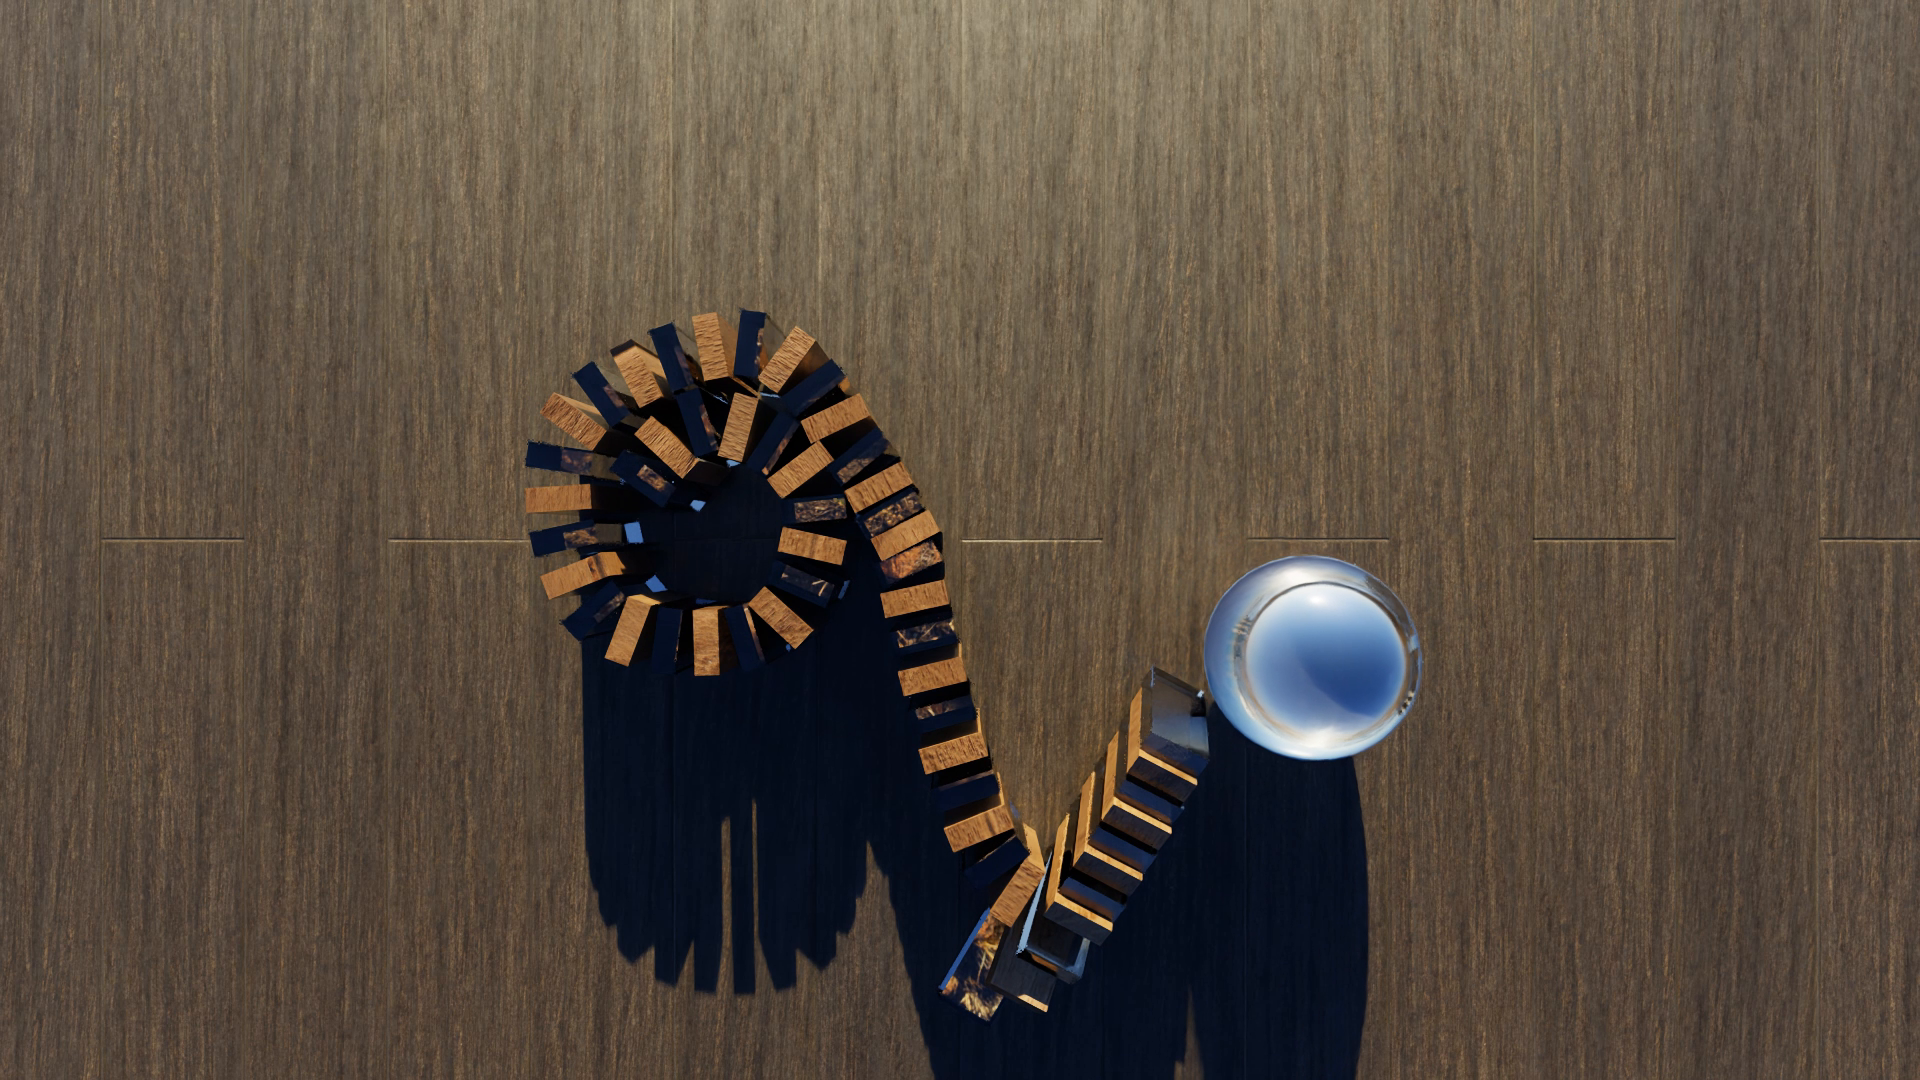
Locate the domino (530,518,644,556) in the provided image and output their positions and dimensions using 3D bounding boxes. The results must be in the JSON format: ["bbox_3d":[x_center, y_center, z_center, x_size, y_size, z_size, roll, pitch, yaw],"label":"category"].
[{"bbox_3d":[-0.151,-0.001,0.375,0.025,0.050,0.009,-12,90,0],"label":"domino"}]

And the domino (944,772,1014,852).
[{"bbox_3d":[0.007,0.110,0.375,0.025,0.050,0.009,-22,90,0],"label":"domino"}]

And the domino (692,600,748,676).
[{"bbox_3d":[-0.097,0.039,0.375,0.009,0.050,0.025,-2,90,0],"label":"domino"}]

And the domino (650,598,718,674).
[{"bbox_3d":[-0.112,0.038,0.375,0.010,0.050,0.025,8,90,0],"label":"domino"}]

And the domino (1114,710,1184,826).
[{"bbox_3d":[0.078,0.092,0.375,0.025,0.050,0.009,27,115,0],"label":"domino"}]

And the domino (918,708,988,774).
[{"bbox_3d":[-0.002,0.081,0.375,0.025,0.050,0.010,-17,90,0],"label":"domino"}]

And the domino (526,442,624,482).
[{"bbox_3d":[-0.153,-0.031,0.375,0.025,0.050,0.010,8,90,0],"label":"domino"}]

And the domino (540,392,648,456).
[{"bbox_3d":[-0.148,-0.045,0.375,0.025,0.050,0.010,36,90,0],"label":"domino"}]

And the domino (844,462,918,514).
[{"bbox_3d":[-0.031,-0.020,0.375,0.025,0.050,0.010,-28,90,0],"label":"domino"}]

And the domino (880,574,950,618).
[{"bbox_3d":[-0.017,0.022,0.375,0.025,0.050,0.009,-12,90,0],"label":"domino"}]

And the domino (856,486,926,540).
[{"bbox_3d":[-0.027,-0.010,0.375,0.025,0.050,0.009,-31,90,0],"label":"domino"}]

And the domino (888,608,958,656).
[{"bbox_3d":[-0.014,0.037,0.375,0.025,0.050,0.010,-13,90,0],"label":"domino"}]

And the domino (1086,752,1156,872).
[{"bbox_3d":[0.067,0.110,0.375,0.025,0.050,0.009,27,115,0],"label":"domino"}]

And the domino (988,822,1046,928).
[{"bbox_3d":[0.022,0.135,0.375,0.010,0.050,0.025,32,90,0],"label":"domino"}]

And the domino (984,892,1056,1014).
[{"bbox_3d":[0.031,0.166,0.382,0.025,0.009,0.050,28,55,0],"label":"domino"}]

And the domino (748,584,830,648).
[{"bbox_3d":[-0.069,0.030,0.375,0.025,0.050,0.010,43,90,0],"label":"domino"}]

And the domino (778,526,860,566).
[{"bbox_3d":[-0.057,0.002,0.375,0.025,0.050,0.009,13,90,0],"label":"domino"}]

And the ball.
[{"bbox_3d":[0.137,0.046,0.360,0.080,0.080,0.080,0,90,0],"label":"ball"}]

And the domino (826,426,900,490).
[{"bbox_3d":[-0.039,-0.032,0.375,0.025,0.050,0.009,-39,90,0],"label":"domino"}]

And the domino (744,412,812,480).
[{"bbox_3d":[-0.072,-0.036,0.375,0.009,0.050,0.025,33,90,0],"label":"domino"}]

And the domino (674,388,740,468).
[{"bbox_3d":[-0.100,-0.045,0.375,0.010,0.050,0.025,-18,90,0],"label":"domino"}]

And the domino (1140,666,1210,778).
[{"bbox_3d":[0.088,0.073,0.375,0.025,0.050,0.010,27,115,0],"label":"domino"}]

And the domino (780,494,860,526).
[{"bbox_3d":[-0.056,-0.012,0.375,0.025,0.050,0.010,-5,90,0],"label":"domino"}]

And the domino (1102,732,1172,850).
[{"bbox_3d":[0.073,0.101,0.375,0.025,0.050,0.010,27,115,0],"label":"domino"}]

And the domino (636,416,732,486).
[{"bbox_3d":[-0.112,-0.035,0.375,0.025,0.050,0.009,43,90,0],"label":"domino"}]

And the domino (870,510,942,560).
[{"bbox_3d":[-0.021,-0.002,0.375,0.025,0.050,0.009,-27,90,0],"label":"domino"}]

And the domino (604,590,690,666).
[{"bbox_3d":[-0.127,0.035,0.375,0.009,0.050,0.025,21,90,0],"label":"domino"}]

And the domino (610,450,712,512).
[{"bbox_3d":[-0.121,-0.023,0.375,0.025,0.050,0.009,36,90,0],"label":"domino"}]

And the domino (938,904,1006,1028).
[{"bbox_3d":[0.014,0.180,0.395,0.025,0.009,0.050,31,90,0],"label":"domino"}]

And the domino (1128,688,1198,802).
[{"bbox_3d":[0.083,0.083,0.375,0.025,0.050,0.009,27,115,0],"label":"domino"}]

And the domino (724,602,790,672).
[{"bbox_3d":[-0.082,0.037,0.375,0.010,0.050,0.025,-18,90,0],"label":"domino"}]

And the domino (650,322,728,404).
[{"bbox_3d":[-0.110,-0.070,0.375,0.010,0.050,0.025,-20,90,0],"label":"domino"}]

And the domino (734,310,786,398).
[{"bbox_3d":[-0.080,-0.075,0.375,0.010,0.050,0.025,7,90,0],"label":"domino"}]

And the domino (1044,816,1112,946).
[{"bbox_3d":[0.051,0.138,0.376,0.025,0.050,0.010,28,117,0],"label":"domino"}]

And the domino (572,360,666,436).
[{"bbox_3d":[-0.137,-0.056,0.375,0.009,0.050,0.025,-36,90,0],"label":"domino"}]

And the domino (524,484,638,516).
[{"bbox_3d":[-0.154,-0.016,0.375,0.025,0.050,0.009,-4,90,0],"label":"domino"}]

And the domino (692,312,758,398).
[{"bbox_3d":[-0.095,-0.074,0.375,0.010,0.050,0.025,-11,90,0],"label":"domino"}]

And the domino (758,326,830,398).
[{"bbox_3d":[-0.066,-0.069,0.375,0.010,0.050,0.025,36,90,0],"label":"domino"}]

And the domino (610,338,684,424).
[{"bbox_3d":[-0.124,-0.064,0.375,0.009,0.050,0.025,-28,90,0],"label":"domino"}]

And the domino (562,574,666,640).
[{"bbox_3d":[-0.140,0.027,0.375,0.025,0.050,0.009,-41,90,0],"label":"domino"}]

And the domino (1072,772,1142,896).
[{"bbox_3d":[0.062,0.119,0.375,0.025,0.050,0.009,27,115,0],"label":"domino"}]

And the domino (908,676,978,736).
[{"bbox_3d":[-0.007,0.067,0.375,0.025,0.050,0.009,-16,90,0],"label":"domino"}]

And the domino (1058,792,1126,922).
[{"bbox_3d":[0.056,0.129,0.376,0.025,0.050,0.009,28,117,0],"label":"domino"}]

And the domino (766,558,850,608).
[{"bbox_3d":[-0.061,0.017,0.375,0.025,0.050,0.009,23,90,0],"label":"domino"}]

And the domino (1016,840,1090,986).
[{"bbox_3d":[0.043,0.153,0.378,0.025,0.050,0.009,28,133,0],"label":"domino"}]

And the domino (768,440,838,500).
[{"bbox_3d":[-0.061,-0.027,0.375,0.025,0.050,0.009,-37,90,0],"label":"domino"}]

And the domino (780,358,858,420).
[{"bbox_3d":[-0.056,-0.058,0.375,0.025,0.050,0.009,-38,90,0],"label":"domino"}]

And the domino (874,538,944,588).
[{"bbox_3d":[-0.020,0.009,0.375,0.025,0.050,0.010,-24,90,0],"label":"domino"}]

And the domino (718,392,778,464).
[{"bbox_3d":[-0.085,-0.043,0.375,0.010,0.050,0.025,15,90,0],"label":"domino"}]

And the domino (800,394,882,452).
[{"bbox_3d":[-0.048,-0.046,0.375,0.025,0.050,0.009,-26,90,0],"label":"domino"}]

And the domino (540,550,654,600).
[{"bbox_3d":[-0.147,0.014,0.375,0.025,0.050,0.010,-22,90,0],"label":"domino"}]

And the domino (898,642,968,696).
[{"bbox_3d":[-0.010,0.052,0.375,0.025,0.050,0.009,-14,90,0],"label":"domino"}]

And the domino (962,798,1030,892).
[{"bbox_3d":[0.014,0.124,0.375,0.025,0.050,0.010,-35,90,0],"label":"domino"}]

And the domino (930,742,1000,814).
[{"bbox_3d":[0.002,0.096,0.375,0.025,0.050,0.009,-18,90,0],"label":"domino"}]
